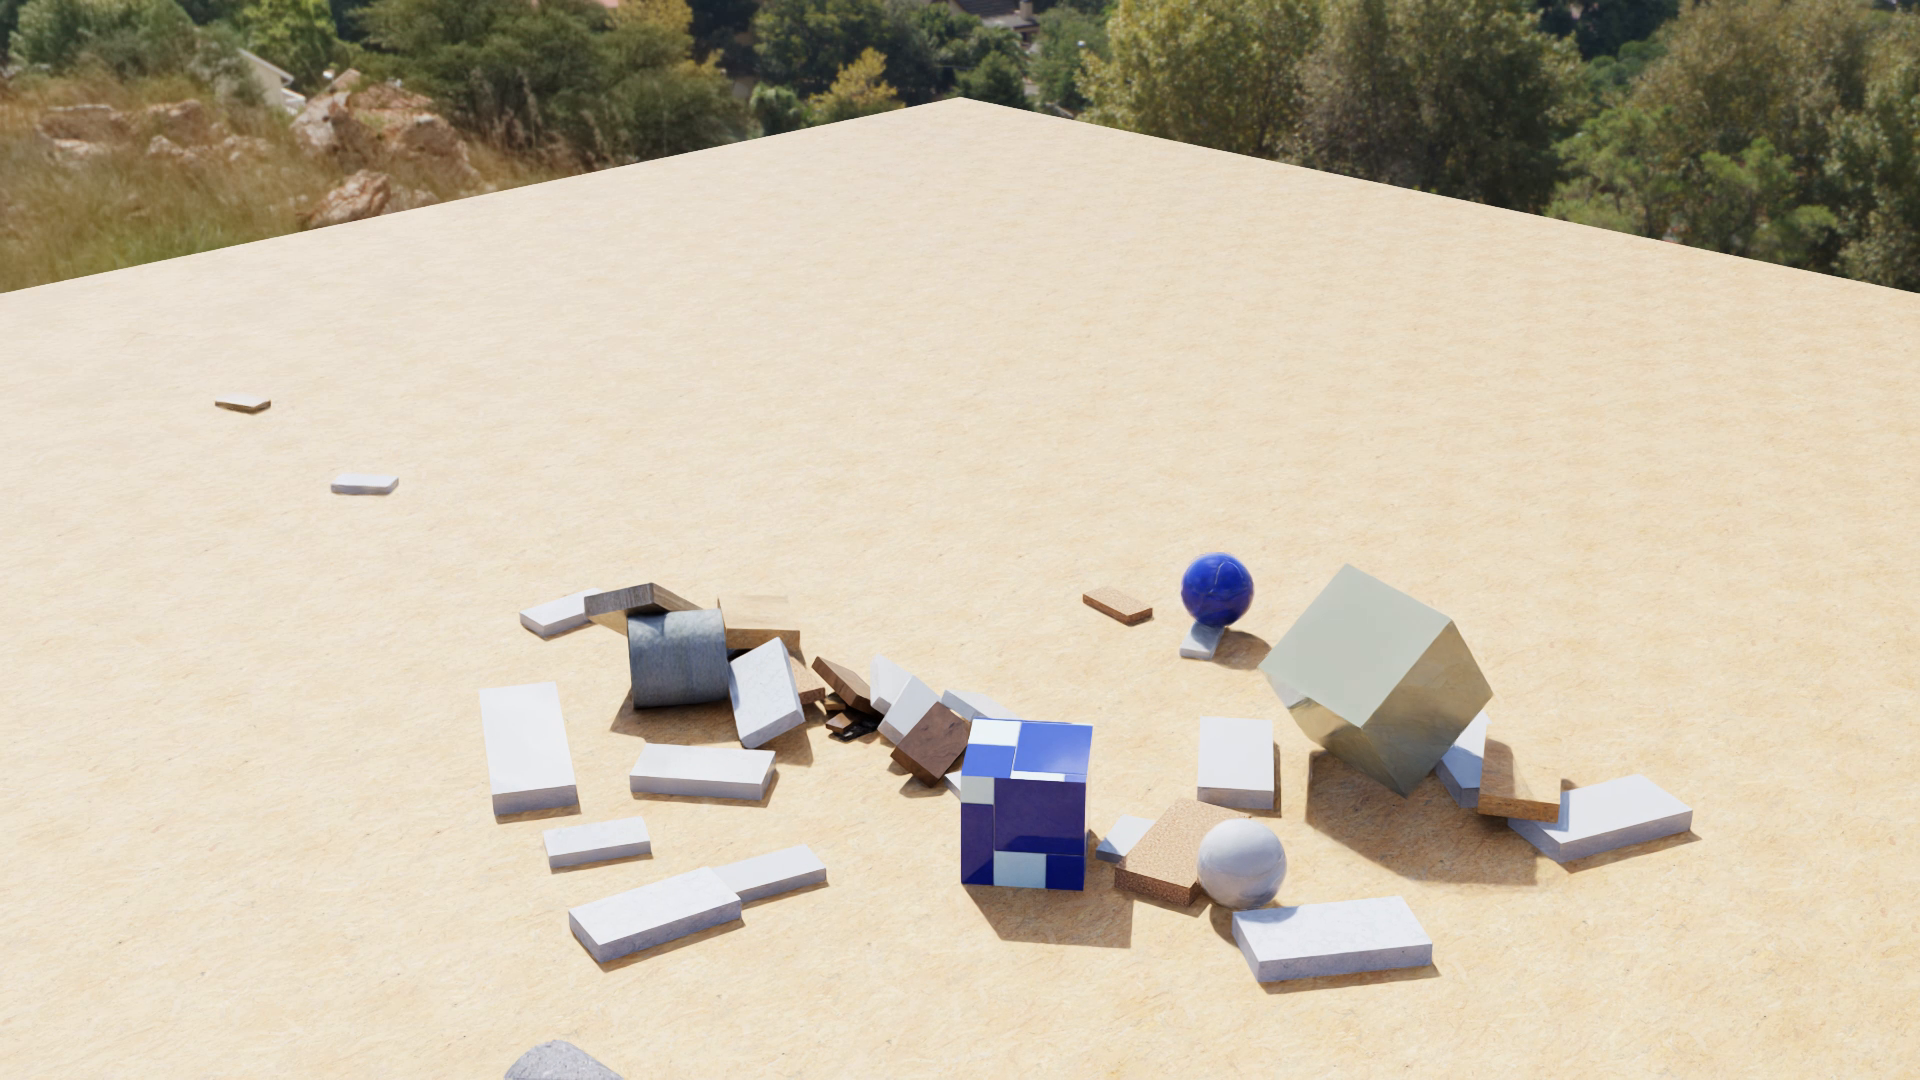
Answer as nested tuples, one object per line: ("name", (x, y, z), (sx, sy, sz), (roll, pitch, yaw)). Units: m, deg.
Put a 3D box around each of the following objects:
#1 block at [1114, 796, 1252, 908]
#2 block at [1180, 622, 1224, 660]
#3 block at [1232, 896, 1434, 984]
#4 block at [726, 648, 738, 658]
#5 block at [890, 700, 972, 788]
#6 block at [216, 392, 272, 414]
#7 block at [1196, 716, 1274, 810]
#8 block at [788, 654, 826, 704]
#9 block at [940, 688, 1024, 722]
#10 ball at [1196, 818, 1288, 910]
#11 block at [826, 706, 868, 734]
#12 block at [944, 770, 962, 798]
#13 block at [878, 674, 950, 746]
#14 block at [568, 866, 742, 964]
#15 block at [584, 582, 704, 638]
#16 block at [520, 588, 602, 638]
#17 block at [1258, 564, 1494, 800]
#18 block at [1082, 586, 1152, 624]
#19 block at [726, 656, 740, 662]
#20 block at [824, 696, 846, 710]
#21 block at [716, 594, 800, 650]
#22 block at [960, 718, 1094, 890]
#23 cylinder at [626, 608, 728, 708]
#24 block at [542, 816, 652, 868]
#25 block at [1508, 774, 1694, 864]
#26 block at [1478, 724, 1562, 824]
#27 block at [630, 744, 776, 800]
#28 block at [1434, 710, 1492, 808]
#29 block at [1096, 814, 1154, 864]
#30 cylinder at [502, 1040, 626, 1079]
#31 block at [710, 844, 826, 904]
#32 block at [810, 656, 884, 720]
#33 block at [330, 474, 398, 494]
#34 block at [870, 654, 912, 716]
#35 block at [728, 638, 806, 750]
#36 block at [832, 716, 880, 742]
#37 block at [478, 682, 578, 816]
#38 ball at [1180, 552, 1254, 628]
("block", (0.436, 0.604, 4.282), (0.154, 0.044, 0.309), (12, 26, 26))
("block", (0.569, 0.237, 5.175), (0.075, 0.021, 0.150), (7, 24, 16))
("block", (0.674, 0.724, 3.996), (0.324, 0.046, 0.162), (-4, 23, -9))
("block", (-0.621, 0.222, 5.199), (0.221, 0.031, 0.110), (10, 25, 22))
("block", (-0.054, 0.430, 4.638), (0.111, 0.031, 0.222), (37, 31, 5))
("block", (-2.190, -0.419, 6.720), (0.150, 0.021, 0.075), (10, 25, 22))
("block", (0.578, 0.464, 4.610), (0.154, 0.044, 0.309), (3, 23, 6))
("block", (-0.398, 0.309, 4.912), (0.110, 0.031, 0.221), (-12, 26, -26))
("block", (0.068, 0.383, 4.766), (0.111, 0.031, 0.222), (10, 12, -39))
("ball", (0.526, 0.607, 4.113), (0.171, 0.171, 0.171), (0, 23, 0))
("block", (-0.247, 0.392, 4.786), (0.047, 0.013, 0.094), (14, 27, 30))
("block", (0.042, 0.519, 4.508), (0.082, 0.023, 0.165), (-11, 25, -24))
("block", (-0.097, 0.383, 4.740), (0.111, 0.031, 0.222), (40, 27, -3))
("block", (-0.565, 0.692, 4.078), (0.285, 0.039, 0.139), (-14, 27, -30))
("block", (-0.701, 0.173, 4.994), (0.168, 0.048, 0.337), (-12, -17, 15))
("block", (-0.942, 0.174, 5.313), (0.215, 0.030, 0.108), (-19, 30, -38))
("block", (0.859, 0.290, 4.534), (0.290, 0.290, 0.290), (-48, 44, -10))
("block", (0.384, 0.157, 5.360), (0.082, 0.023, 0.165), (-17, 28, -34))
("block", (-0.448, 0.319, 4.969), (0.110, 0.031, 0.220), (-14, 27, -31))
("block", (-0.277, 0.360, 4.861), (0.047, 0.013, 0.094), (-1, 6, -3))
("block", (-0.475, 0.190, 5.151), (0.168, 0.048, 0.337), (2, 12, -10))
("block", (0.131, 0.509, 4.260), (0.235, 0.235, 0.235), (3, 23, 6))
("cylinder", (-0.628, 0.262, 4.881), (0.206, 0.206, 0.206), (-4, 23, -10))
("block", (-0.715, 0.594, 4.325), (0.198, 0.028, 0.099), (-7, 24, -16))
("block", (1.279, 0.555, 4.395), (0.324, 0.046, 0.162), (-10, 25, -22))
("block", (1.141, 0.472, 4.475), (0.154, 0.044, 0.309), (6, 24, 14))
("block", (-0.534, 0.482, 4.576), (0.277, 0.039, 0.139), (3, 23, 7))
("block", (1.076, 0.458, 4.623), (0.162, 0.046, 0.324), (-3, 23, -7))
("block", (0.330, 0.592, 4.338), (0.075, 0.021, 0.150), (10, 25, 22))
("cylinder", (-0.596, 0.899, 3.406), (0.185, 0.185, 0.185), (20, 30, 39))
("block", (-0.366, 0.641, 4.214), (0.198, 0.028, 0.099), (-12, 26, -26))
("block", (-0.239, 0.329, 4.876), (0.108, 0.030, 0.215), (26, 6, -34))
("block", (-1.652, -0.156, 6.098), (0.165, 0.023, 0.082), (3, 23, 7))
("block", (-0.145, 0.335, 4.859), (0.108, 0.030, 0.215), (34, 17, -16))
("block", (-0.428, 0.333, 4.796), (0.139, 0.039, 0.277), (-28, 34, 4))
("block", (-0.225, 0.410, 4.777), (0.094, 0.013, 0.047), (-17, 28, -35))
("block", (-0.922, 0.435, 4.673), (0.168, 0.048, 0.481), (-6, 24, -13))
("ball", (0.608, 0.118, 5.201), (0.177, 0.177, 0.177), (0, 23, 0))
